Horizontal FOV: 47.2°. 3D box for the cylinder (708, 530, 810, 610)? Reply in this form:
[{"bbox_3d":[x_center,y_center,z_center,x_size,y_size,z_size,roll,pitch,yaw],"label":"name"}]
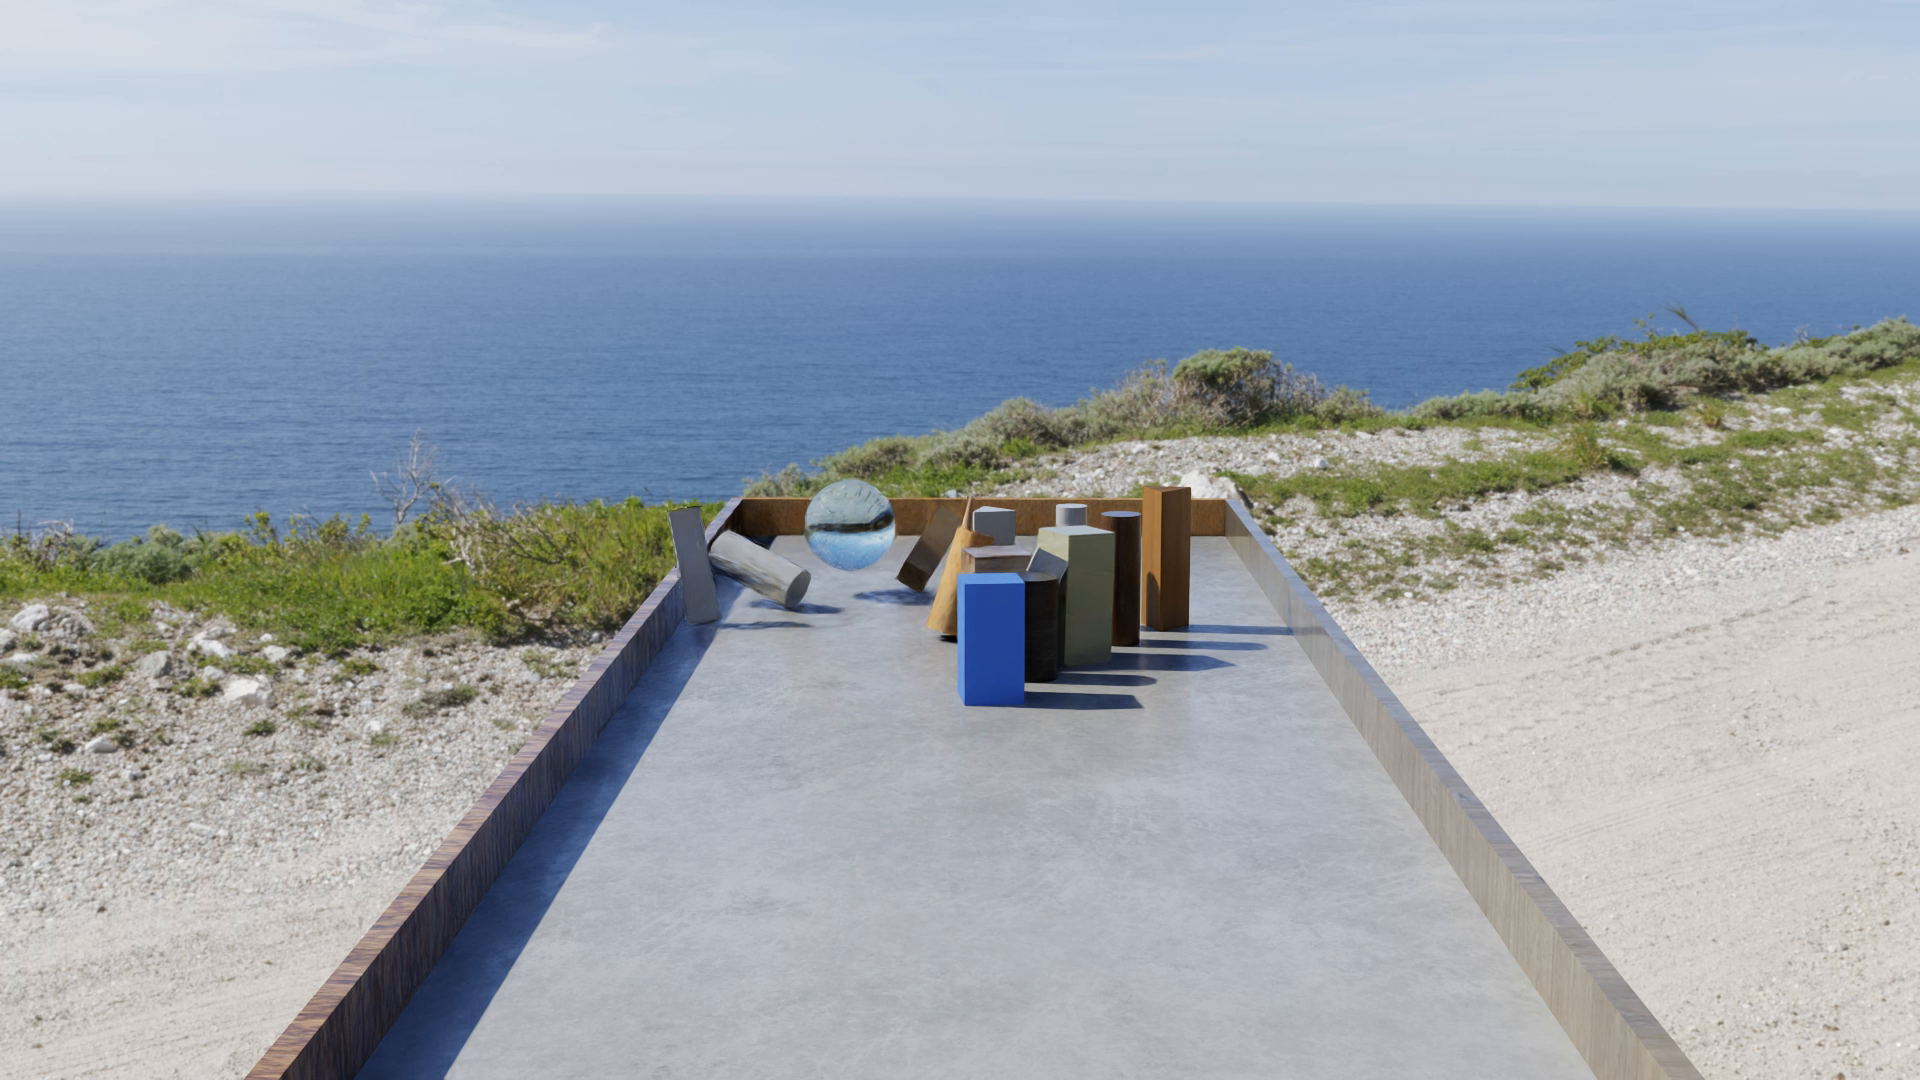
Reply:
[{"bbox_3d":[-0.691,0.101,7.558,0.329,0.147,0.147,27,19,21],"label":"cylinder"}]

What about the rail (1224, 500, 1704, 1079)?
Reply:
[{"bbox_3d":[1.046,0.843,3.208,0.050,0.150,12.000,0,9,1],"label":"rail"}]

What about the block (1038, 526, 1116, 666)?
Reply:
[{"bbox_3d":[0.348,0.166,6.683,0.169,0.395,0.169,-3,9,-31],"label":"block"}]

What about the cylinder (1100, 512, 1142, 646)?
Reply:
[{"bbox_3d":[0.505,0.122,6.927,0.127,0.412,0.127,0,9,0],"label":"cylinder"}]

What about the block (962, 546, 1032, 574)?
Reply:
[{"bbox_3d":[0.111,0.197,6.701,0.178,0.331,0.178,-2,10,-13],"label":"block"}]

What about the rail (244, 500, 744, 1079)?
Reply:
[{"bbox_3d":[-1.004,0.839,3.234,0.050,0.150,12.000,0,9,1],"label":"rail"}]

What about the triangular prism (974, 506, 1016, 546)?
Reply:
[{"bbox_3d":[0.096,0.090,7.196,0.140,0.389,0.121,-2,9,-14],"label":"triangular prism"}]

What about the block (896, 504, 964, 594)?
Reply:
[{"bbox_3d":[-0.104,0.031,7.883,0.104,0.104,0.345,30,43,1],"label":"block"}]

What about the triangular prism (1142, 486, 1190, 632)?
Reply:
[{"bbox_3d":[0.652,0.055,7.197,0.134,0.458,0.155,8,12,40],"label":"triangular prism"}]

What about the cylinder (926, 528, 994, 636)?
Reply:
[{"bbox_3d":[0.001,0.135,7.020,0.125,0.333,0.125,18,0,0],"label":"cylinder"}]

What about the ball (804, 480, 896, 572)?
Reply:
[{"bbox_3d":[-0.388,-0.051,7.752,0.324,0.324,0.324,0,9,0],"label":"ball"}]

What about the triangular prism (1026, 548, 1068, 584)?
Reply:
[{"bbox_3d":[0.198,0.207,6.578,0.105,0.360,0.091,25,-2,-3],"label":"triangular prism"}]

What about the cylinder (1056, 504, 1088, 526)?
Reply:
[{"bbox_3d":[0.363,0.086,7.189,0.102,0.400,0.102,0,9,0],"label":"cylinder"}]

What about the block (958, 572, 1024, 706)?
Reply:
[{"bbox_3d":[0.086,0.277,6.168,0.168,0.343,0.168,-1,9,-7],"label":"block"}]

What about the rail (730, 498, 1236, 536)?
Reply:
[{"bbox_3d":[0.099,-0.098,9.147,2.100,0.150,0.050,0,9,1],"label":"rail"}]

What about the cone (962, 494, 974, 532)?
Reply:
[{"bbox_3d":[0.017,0.025,7.541,0.131,0.388,0.131,6,-9,1],"label":"cone"}]

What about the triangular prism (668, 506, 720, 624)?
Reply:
[{"bbox_3d":[-0.868,0.089,7.232,0.103,0.377,0.089,-12,-8,-1],"label":"triangular prism"}]

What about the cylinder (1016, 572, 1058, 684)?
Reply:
[{"bbox_3d":[0.211,0.255,6.437,0.153,0.301,0.153,0,9,0],"label":"cylinder"}]
